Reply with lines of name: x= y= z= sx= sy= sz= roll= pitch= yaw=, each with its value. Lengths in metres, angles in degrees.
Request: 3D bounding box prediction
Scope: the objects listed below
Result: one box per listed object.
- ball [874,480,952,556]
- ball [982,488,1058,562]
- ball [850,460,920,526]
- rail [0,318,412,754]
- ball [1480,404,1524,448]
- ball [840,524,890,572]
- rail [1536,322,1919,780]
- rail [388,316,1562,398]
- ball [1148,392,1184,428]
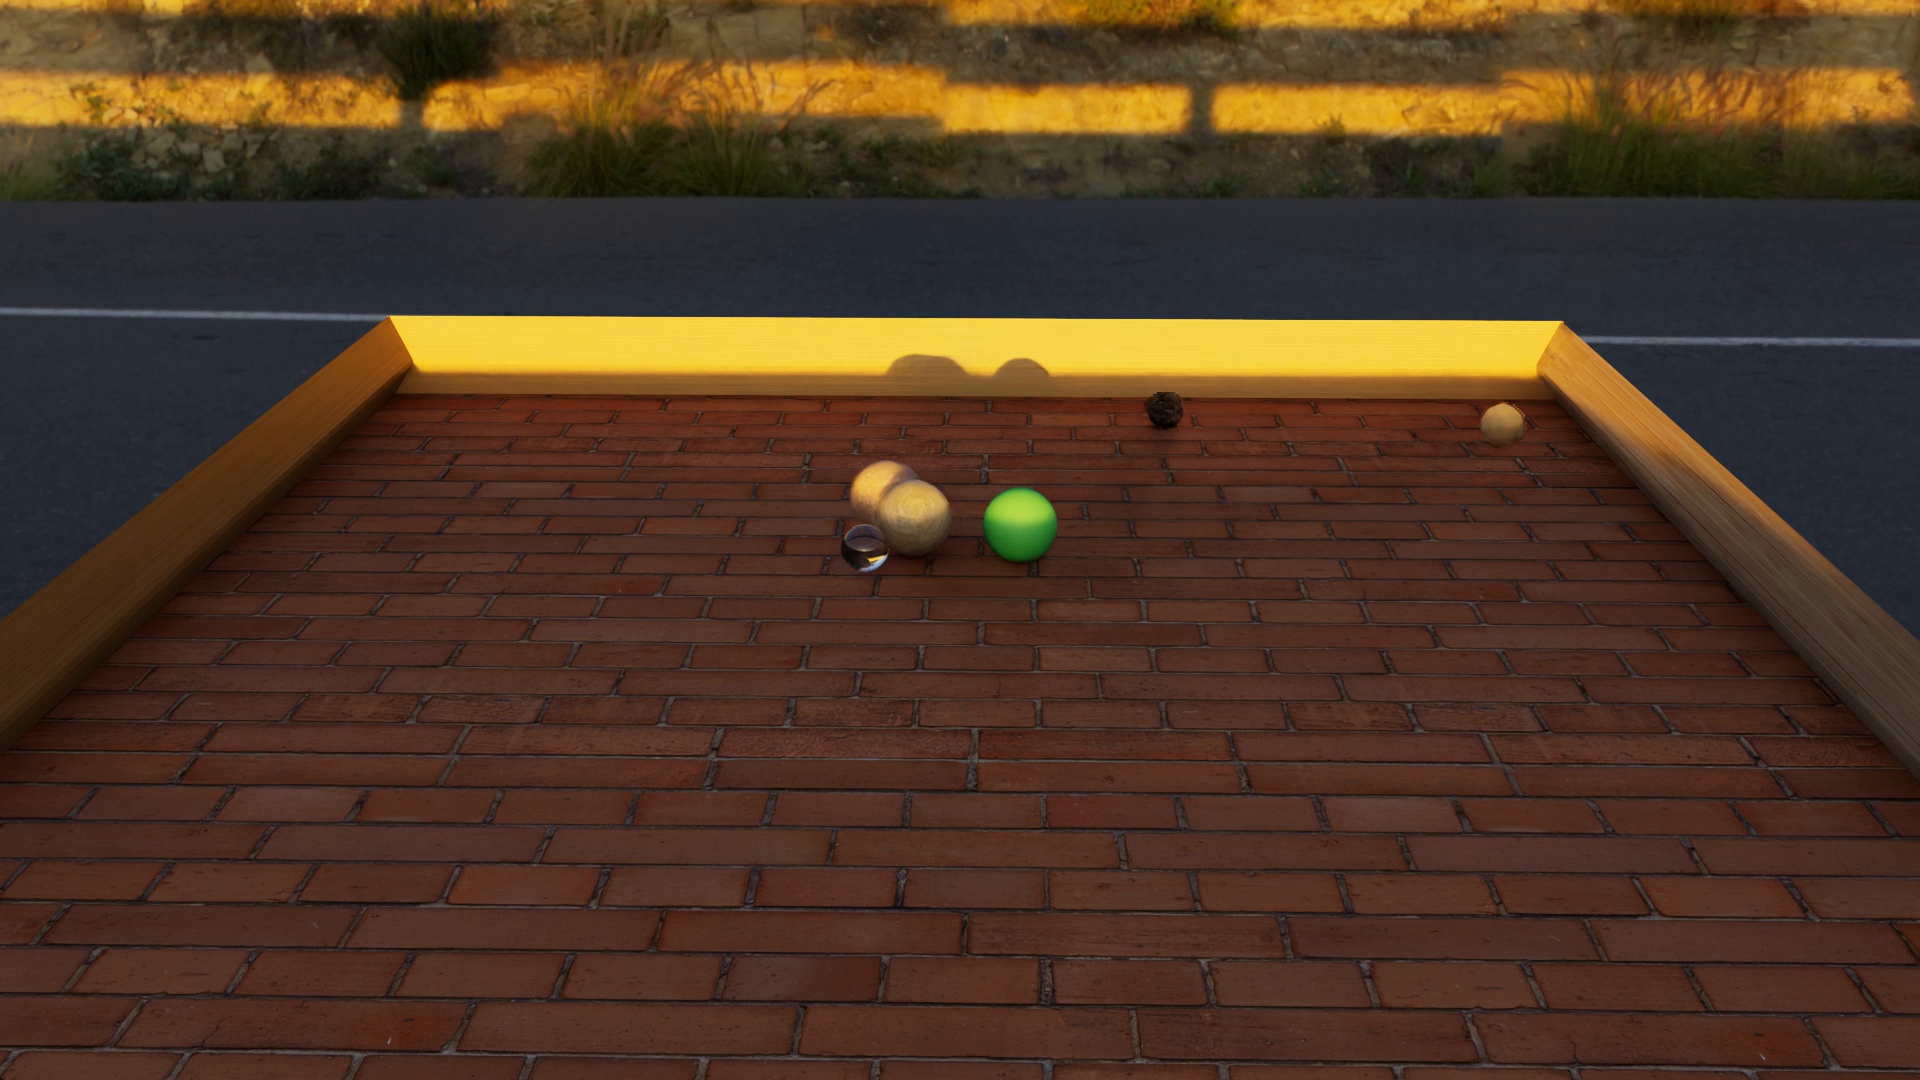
ball: x=-0.057 y=-0.027 z=2.678 sx=0.094 sy=0.094 sz=0.094 roll=0 pitch=18 yaw=0
ball: x=0.073 y=-0.018 z=2.657 sx=0.091 sy=0.091 sz=0.091 roll=0 pitch=18 yaw=0
ball: x=-0.091 y=-0.054 z=2.762 sx=0.094 sy=0.094 sz=0.094 roll=0 pitch=18 yaw=0
rail: x=-0.905 y=0.235 z=1.821 sx=0.045 sy=0.122 sz=3.414 roll=0 pitch=18 yaw=1
ball: x=0.777 y=-0.164 z=3.154 sx=0.062 sy=0.062 sz=0.062 roll=0 pitch=18 yaw=0
ball: x=-0.113 y=0.009 z=2.626 sx=0.057 sy=0.057 sz=0.057 roll=0 pitch=18 yaw=0
rail: x=0.868 y=0.247 z=1.785 sx=0.045 sy=0.122 sz=3.414 roll=0 pitch=18 yaw=1
rail: x=0.018 y=-0.277 z=3.404 sx=1.821 sy=0.122 sz=0.045 roll=0 pitch=18 yaw=1
ball: x=0.304 y=-0.191 z=3.253 sx=0.053 sy=0.053 sz=0.053 roll=0 pitch=18 yaw=0
